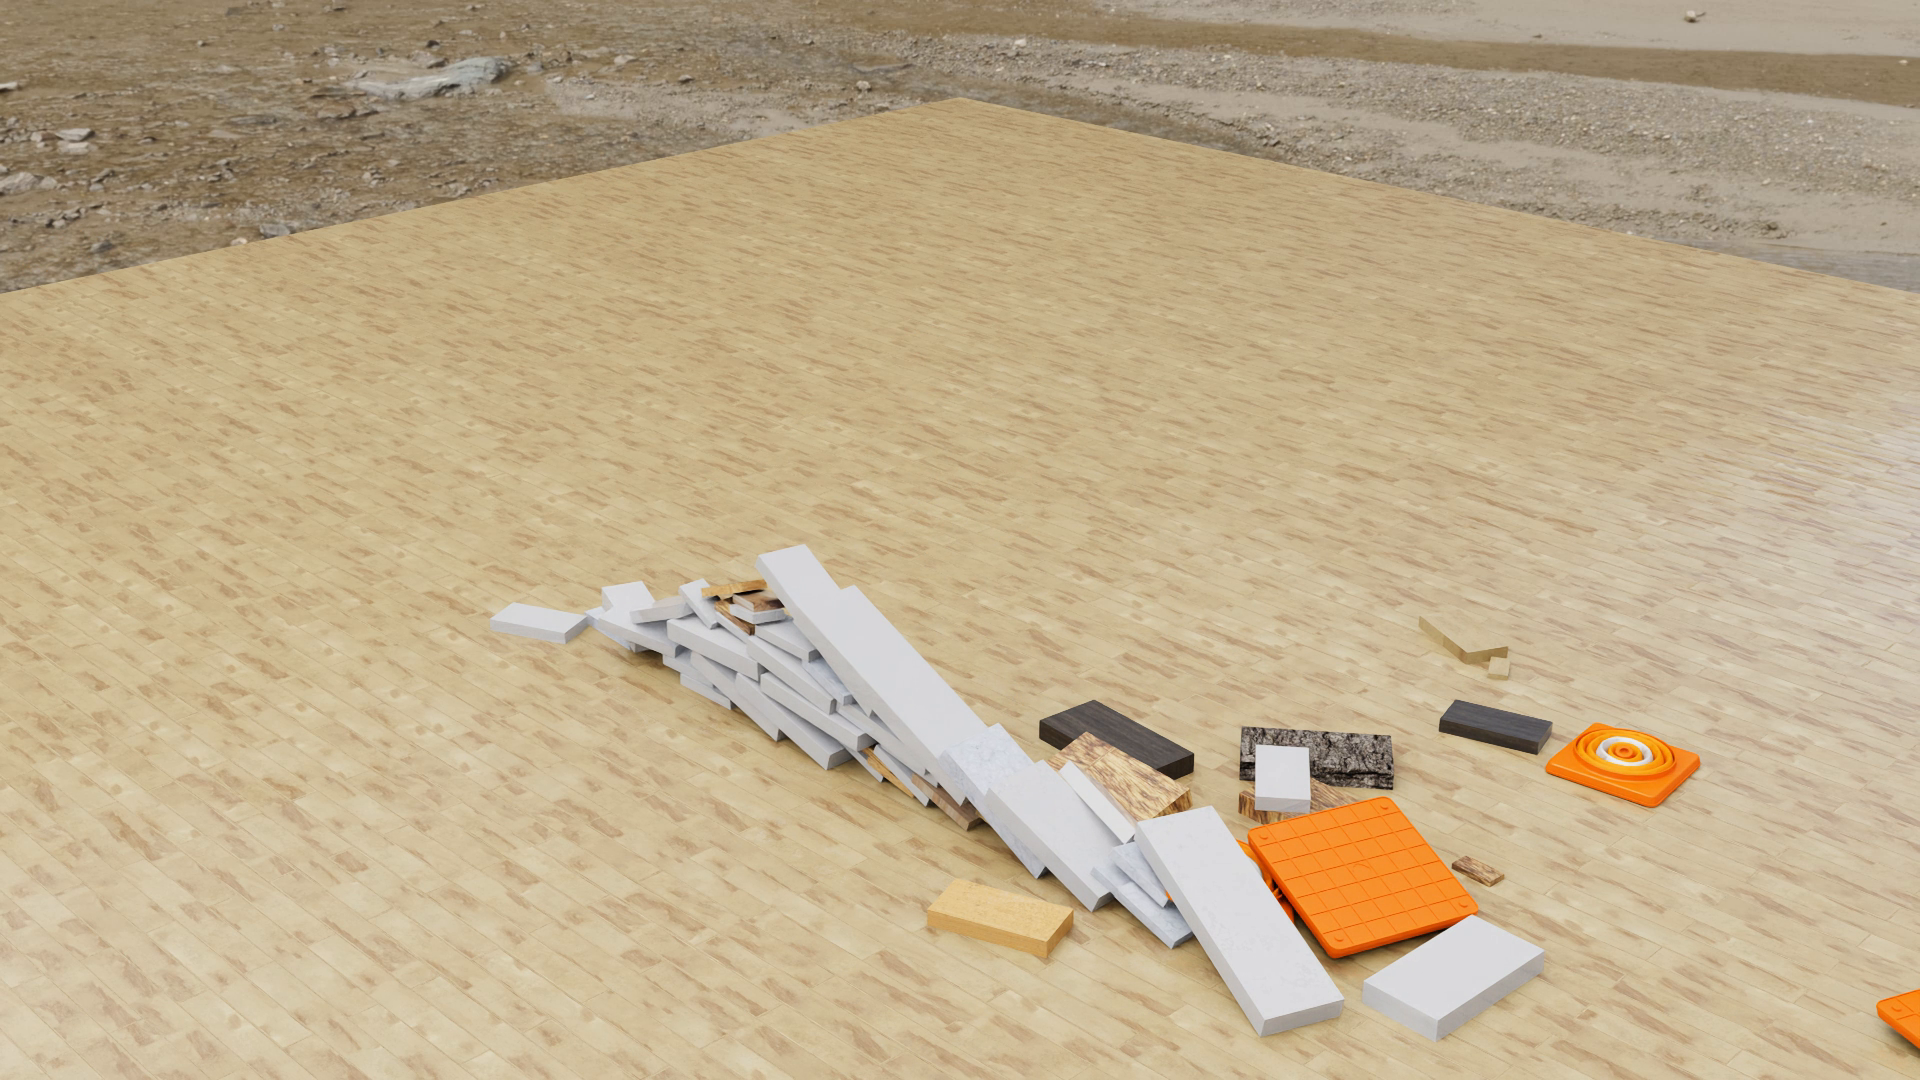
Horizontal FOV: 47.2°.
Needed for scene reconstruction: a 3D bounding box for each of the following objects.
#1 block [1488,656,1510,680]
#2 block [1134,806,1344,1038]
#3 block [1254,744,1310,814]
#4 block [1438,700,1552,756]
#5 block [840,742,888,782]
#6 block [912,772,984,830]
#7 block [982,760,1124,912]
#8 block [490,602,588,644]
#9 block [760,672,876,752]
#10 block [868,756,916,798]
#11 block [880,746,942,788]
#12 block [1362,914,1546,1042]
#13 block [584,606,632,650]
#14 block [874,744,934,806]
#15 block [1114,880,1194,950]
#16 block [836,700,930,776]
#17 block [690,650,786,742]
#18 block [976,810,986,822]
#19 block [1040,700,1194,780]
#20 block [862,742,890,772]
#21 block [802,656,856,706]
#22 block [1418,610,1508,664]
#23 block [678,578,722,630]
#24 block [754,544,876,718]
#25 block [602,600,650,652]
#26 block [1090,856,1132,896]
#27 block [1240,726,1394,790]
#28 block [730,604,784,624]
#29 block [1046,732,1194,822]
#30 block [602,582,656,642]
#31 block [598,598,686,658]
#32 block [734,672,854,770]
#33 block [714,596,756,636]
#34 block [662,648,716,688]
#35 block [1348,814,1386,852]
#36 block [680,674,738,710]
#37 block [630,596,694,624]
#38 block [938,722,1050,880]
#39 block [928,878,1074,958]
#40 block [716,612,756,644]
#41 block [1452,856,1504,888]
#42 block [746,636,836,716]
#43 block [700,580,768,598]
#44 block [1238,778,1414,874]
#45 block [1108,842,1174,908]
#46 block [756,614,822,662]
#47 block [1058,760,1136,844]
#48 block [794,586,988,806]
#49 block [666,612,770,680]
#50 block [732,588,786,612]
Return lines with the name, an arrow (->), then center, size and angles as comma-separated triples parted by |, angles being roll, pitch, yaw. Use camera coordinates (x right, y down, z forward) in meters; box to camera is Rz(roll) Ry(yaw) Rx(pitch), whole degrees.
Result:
block -> 1.238, 0.295, 5.049 | 0.045, 0.013, 0.091 | 7, 24, 16
block -> 0.494, 0.675, 3.953 | 0.158, 0.045, 0.500 | -9, 39, -21
block -> 0.654, 0.484, 4.466 | 0.108, 0.031, 0.217 | 3, 23, 7
block -> 1.161, 0.405, 4.767 | 0.217, 0.031, 0.108 | 13, 26, 27
block -> -0.184, 0.449, 4.617 | 0.067, 0.019, 0.133 | -22, 53, -42
block -> -0.011, 0.516, 4.452 | 0.083, 0.024, 0.167 | -21, 48, -41
block -> 0.205, 0.564, 4.220 | 0.154, 0.044, 0.309 | -22, 55, -41
block -> -1.006, 0.199, 5.255 | 0.207, 0.029, 0.104 | 9, 25, 20
block -> -0.271, 0.344, 4.652 | 0.135, 0.038, 0.308 | -21, 37, -40
block -> -0.122, 0.480, 4.561 | 0.133, 0.019, 0.067 | 34, 39, 29
block -> -0.074, 0.441, 4.497 | 0.083, 0.024, 0.166 | -21, 41, -41
block -> 0.874, 0.771, 3.887 | 0.316, 0.045, 0.158 | -19, 30, -38
block -> -0.800, 0.202, 5.247 | 0.100, 0.028, 0.201 | -18, 29, -36
block -> -0.092, 0.470, 4.522 | 0.083, 0.024, 0.167 | -22, 55, -41
block -> 0.364, 0.685, 4.057 | 0.074, 0.021, 0.148 | -21, 50, -41
block -> -0.115, 0.380, 4.530 | 0.135, 0.038, 0.270 | -21, 41, -41
block -> -0.438, 0.314, 4.849 | 0.154, 0.044, 0.308 | -21, 46, -39
block -> 0.091, 0.560, 4.386 | 0.113, 0.016, 0.056 | 34, 38, 32
block -> 0.330, 0.437, 4.673 | 0.157, 0.045, 0.315 | -17, 28, -35
block -> -0.167, 0.430, 4.586 | 0.133, 0.019, 0.067 | 35, 39, 31
block -> -0.251, 0.285, 4.597 | 0.085, 0.024, 0.171 | -13, 33, -32
block -> 1.185, 0.227, 5.186 | 0.108, 0.031, 0.217 | -8, 24, -17
block -> -0.564, 0.142, 4.896 | 0.065, 0.018, 0.130 | -19, 53, -38
block -> -0.261, 0.185, 4.617 | 0.121, 0.034, 0.456 | -14, 52, -37
block -> -0.759, 0.191, 5.185 | 0.100, 0.028, 0.201 | -11, 36, -28
block -> 0.323, 0.651, 4.121 | 0.148, 0.021, 0.074 | 41, 42, 22
block -> 0.748, 0.458, 4.625 | 0.315, 0.045, 0.157 | 3, 23, 7
block -> -0.440, 0.155, 4.760 | 0.072, 0.020, 0.143 | -9, 11, -25
block -> 0.308, 0.504, 4.461 | 0.154, 0.044, 0.309 | -34, 37, -26
block -> -0.761, 0.168, 5.167 | 0.100, 0.028, 0.201 | -9, 35, -26
block -> -0.716, 0.202, 5.064 | 0.207, 0.029, 0.104 | 20, 33, 19
block -> -0.327, 0.364, 4.735 | 0.154, 0.044, 0.308 | -22, 48, -41
block -> -0.474, 0.164, 4.831 | 0.065, 0.018, 0.130 | -19, 38, -37
block -> -0.584, 0.284, 4.995 | 0.178, 0.025, 0.089 | 21, 31, 40
block -> 0.791, 0.567, 4.273 | 0.045, 0.013, 0.090 | 23, 34, 20
block -> -0.539, 0.328, 4.956 | 0.089, 0.025, 0.178 | -21, 31, -40
block -> -0.652, 0.153, 4.996 | 0.103, 0.029, 0.207 | -22, 8, -39
block -> 0.112, 0.509, 4.317 | 0.154, 0.044, 0.309 | -22, 61, -41
block -> 0.075, 0.698, 4.071 | 0.242, 0.034, 0.121 | 11, 25, 24
block -> -0.473, 0.187, 4.827 | 0.065, 0.018, 0.130 | -19, 38, -37
block -> 0.998, 0.638, 4.240 | 0.045, 0.013, 0.090 | -19, 29, -37
block -> -0.315, 0.269, 4.680 | 0.135, 0.038, 0.270 | -21, 42, -40
block -> -0.499, 0.106, 4.857 | 0.072, 0.020, 0.143 | -9, 0, -45
block -> 0.728, 0.557, 4.391 | 0.158, 0.045, 0.316 | -19, 30, -38
block -> 0.352, 0.623, 4.098 | 0.148, 0.021, 0.074 | 41, 27, 30
block -> -0.348, 0.208, 4.684 | 0.170, 0.024, 0.085 | 24, 31, 39
block -> 0.297, 0.532, 4.280 | 0.121, 0.034, 0.242 | 40, 3, -43
block -> -0.111, 0.310, 4.484 | 0.157, 0.045, 0.539 | -22, 59, -41
block -> -0.489, 0.220, 4.856 | 0.308, 0.044, 0.154 | 20, 31, 40
block -> -0.438, 0.131, 4.781 | 0.072, 0.020, 0.143 | -9, 11, -23
